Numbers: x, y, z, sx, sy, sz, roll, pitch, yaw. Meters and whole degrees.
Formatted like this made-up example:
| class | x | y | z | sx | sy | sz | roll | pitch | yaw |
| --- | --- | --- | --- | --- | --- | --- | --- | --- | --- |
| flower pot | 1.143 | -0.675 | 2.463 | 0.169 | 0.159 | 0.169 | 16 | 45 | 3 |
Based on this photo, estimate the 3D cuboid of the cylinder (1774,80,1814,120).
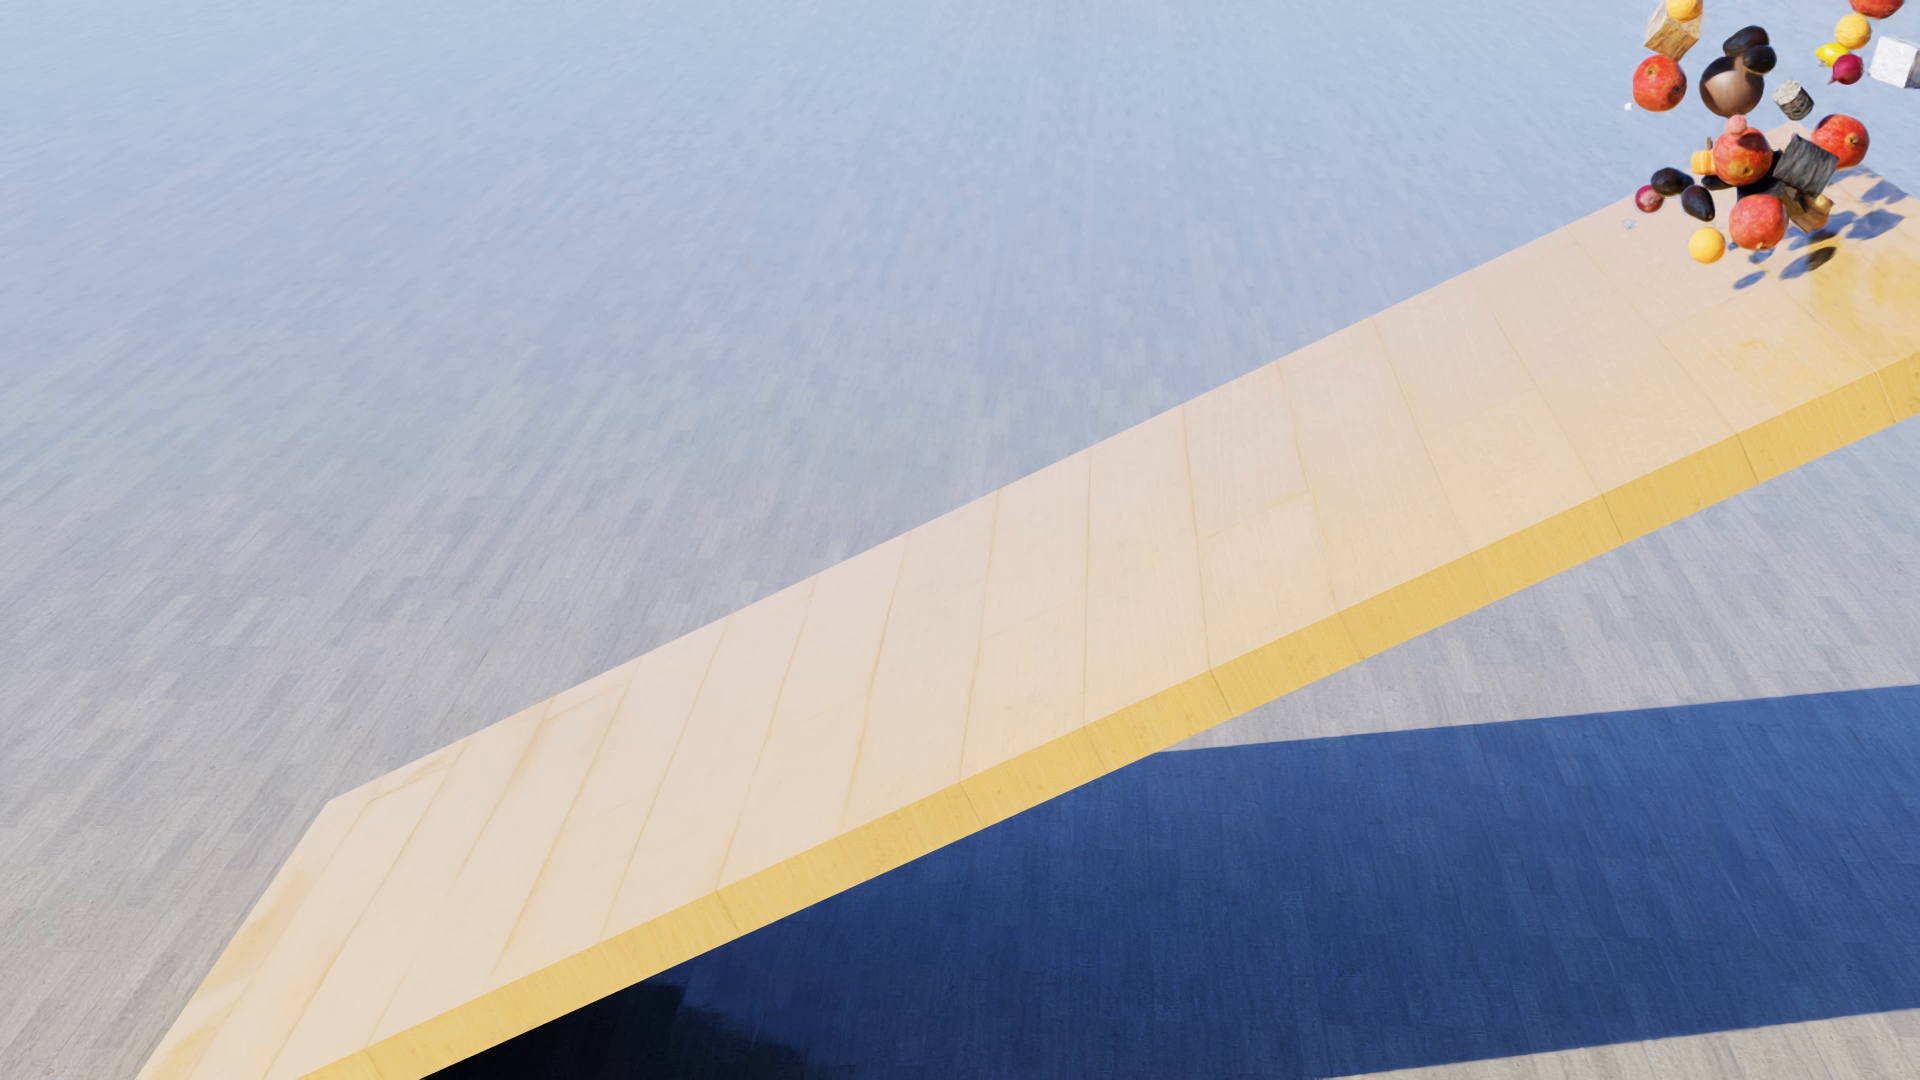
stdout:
| class | x | y | z | sx | sy | sz | roll | pitch | yaw |
| --- | --- | --- | --- | --- | --- | --- | --- | --- | --- |
| cylinder | 1.604 | -0.846 | 5.661 | 0.057 | 0.057 | 0.057 | 37 | -9 | -37 |

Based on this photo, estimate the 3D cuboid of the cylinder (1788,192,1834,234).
| class | x | y | z | sx | sy | sz | roll | pitch | yaw |
| --- | --- | --- | --- | --- | --- | --- | --- | --- | --- |
| cylinder | 1.692 | -0.666 | 5.883 | 0.079 | 0.079 | 0.079 | 38 | 13 | -10 |

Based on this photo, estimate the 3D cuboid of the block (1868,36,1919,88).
| class | x | y | z | sx | sy | sz | roll | pitch | yaw |
| --- | --- | --- | --- | --- | --- | --- | --- | --- | --- |
| block | 1.795 | -0.911 | 5.613 | 0.077 | 0.077 | 0.077 | 29 | 24 | 36 |

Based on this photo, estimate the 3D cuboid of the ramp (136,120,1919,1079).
| class | x | y | z | sx | sy | sz | roll | pitch | yaw |
| --- | --- | --- | --- | --- | --- | --- | --- | --- | --- |
| ramp | 0.138 | 0.168 | 6.281 | 4.000 | 0.100 | 2.000 | -25 | 14 | 10 |

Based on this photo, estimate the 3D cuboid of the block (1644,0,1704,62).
| class | x | y | z | sx | sy | sz | roll | pitch | yaw |
| --- | --- | --- | --- | --- | --- | --- | --- | --- | --- |
| block | 1.444 | -1.035 | 5.949 | 0.080 | 0.080 | 0.080 | 24 | 57 | -10 |

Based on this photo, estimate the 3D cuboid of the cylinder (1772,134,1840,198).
| class | x | y | z | sx | sy | sz | roll | pitch | yaw |
| --- | --- | --- | --- | --- | --- | --- | --- | --- | --- |
| cylinder | 1.624 | -0.716 | 5.645 | 0.090 | 0.090 | 0.090 | 28 | 20 | 3 |

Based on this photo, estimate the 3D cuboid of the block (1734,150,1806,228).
| class | x | y | z | sx | sy | sz | roll | pitch | yaw |
| --- | --- | --- | --- | --- | --- | --- | --- | --- | --- |
| block | 1.605 | -0.697 | 5.831 | 0.099 | 0.099 | 0.099 | -16 | -27 | 34 |
